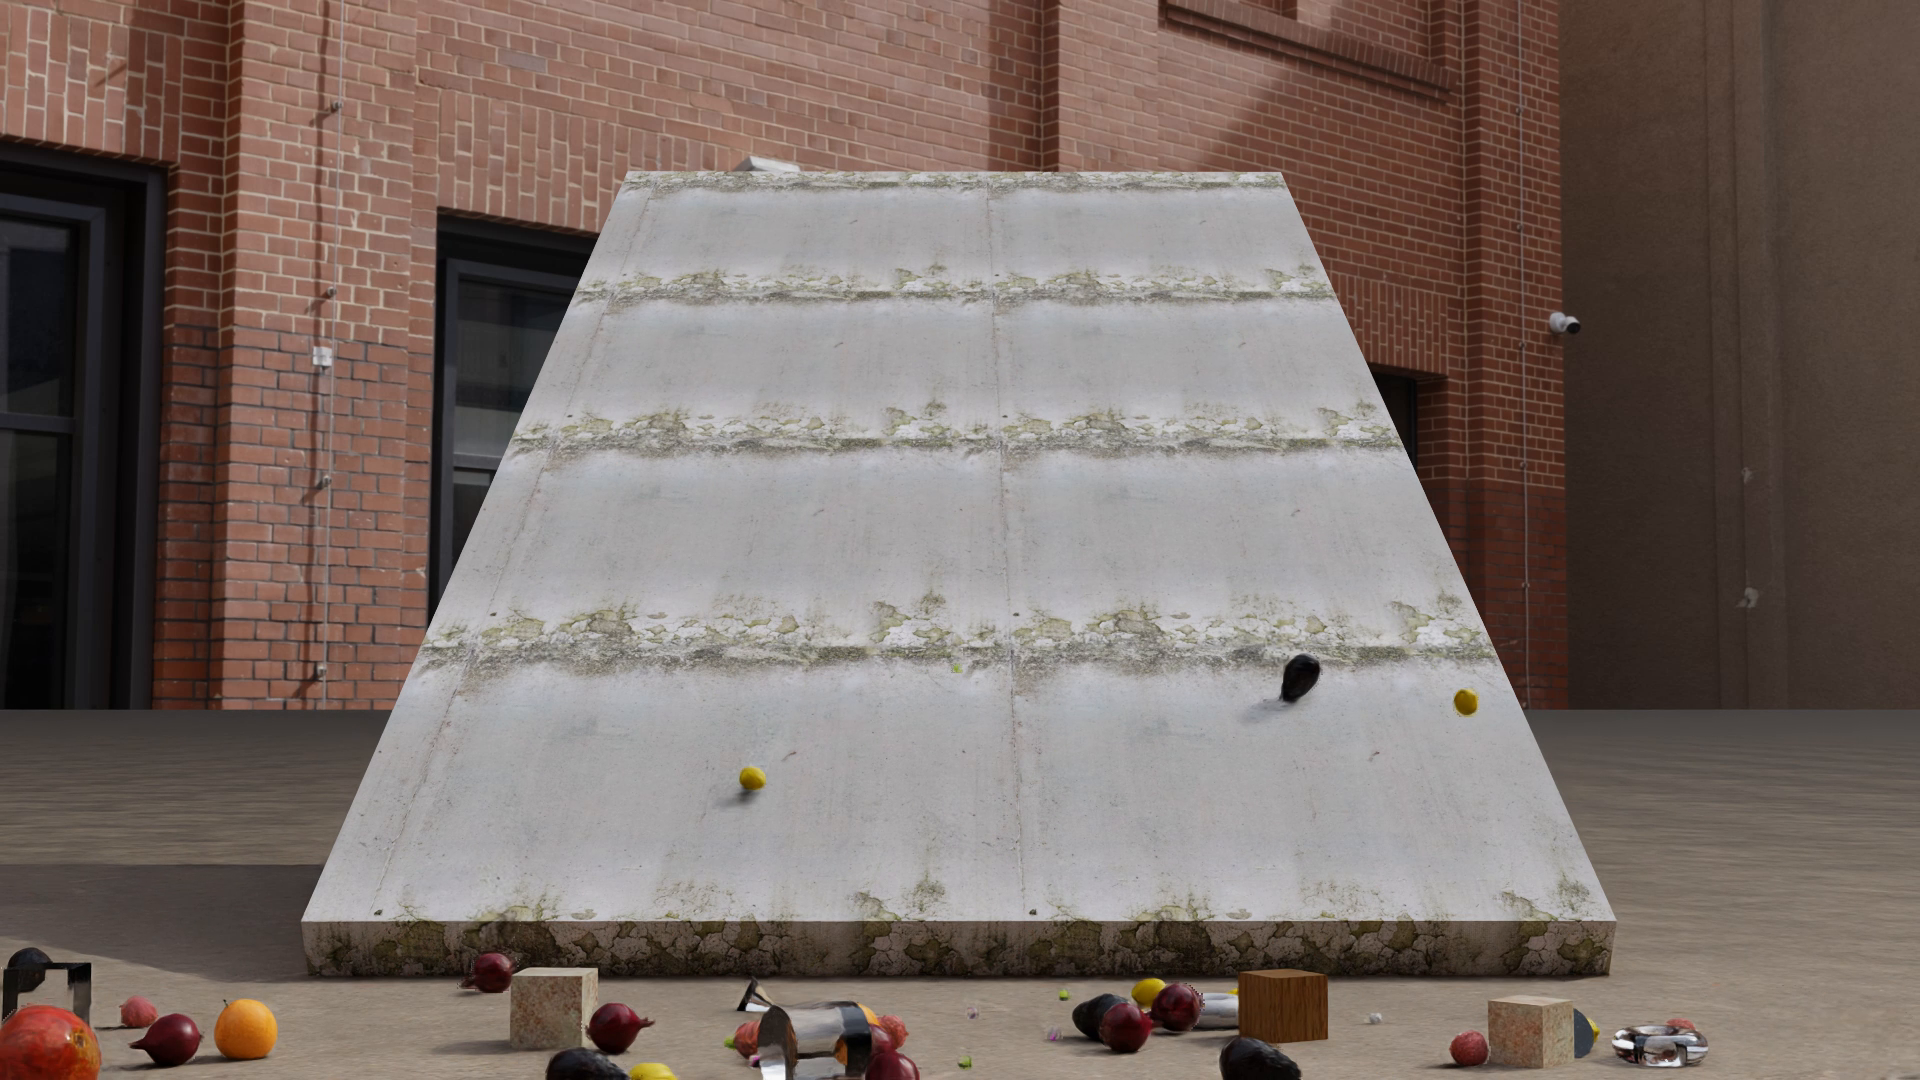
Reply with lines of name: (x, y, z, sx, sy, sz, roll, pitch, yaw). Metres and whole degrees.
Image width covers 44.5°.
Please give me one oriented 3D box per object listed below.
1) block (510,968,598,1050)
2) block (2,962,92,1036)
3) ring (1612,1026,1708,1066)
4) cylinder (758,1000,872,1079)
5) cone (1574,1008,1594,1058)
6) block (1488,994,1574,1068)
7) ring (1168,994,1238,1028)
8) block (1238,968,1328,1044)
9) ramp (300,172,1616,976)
block: (-0.499, 0.575, 2.884, 0.088, 0.088, 0.088, 0, -4, 3)
block: (-1.168, 0.587, 3.002, 0.082, 0.082, 0.082, 0, -4, 0)
ring: (0.820, 0.592, 2.746, 0.109, 0.036, 0.109, 0, -3, 0)
cylinder: (-0.159, 0.551, 2.554, 0.091, 0.091, 0.091, 2, -4, -32)
cone: (0.713, 0.599, 2.805, 0.065, 0.065, 0.065, 1, -31, -17)
block: (0.667, 0.574, 2.740, 0.071, 0.071, 0.071, -4, -5, 43)
ring: (0.325, 0.613, 3.053, 0.110, 0.037, 0.110, -1, -4, 0)
block: (0.405, 0.583, 2.940, 0.080, 0.080, 0.080, 2, -5, -28)
ramp: (-0.009, -0.229, 5.395, 2.000, 0.100, 4.000, 0, 25, 0)
